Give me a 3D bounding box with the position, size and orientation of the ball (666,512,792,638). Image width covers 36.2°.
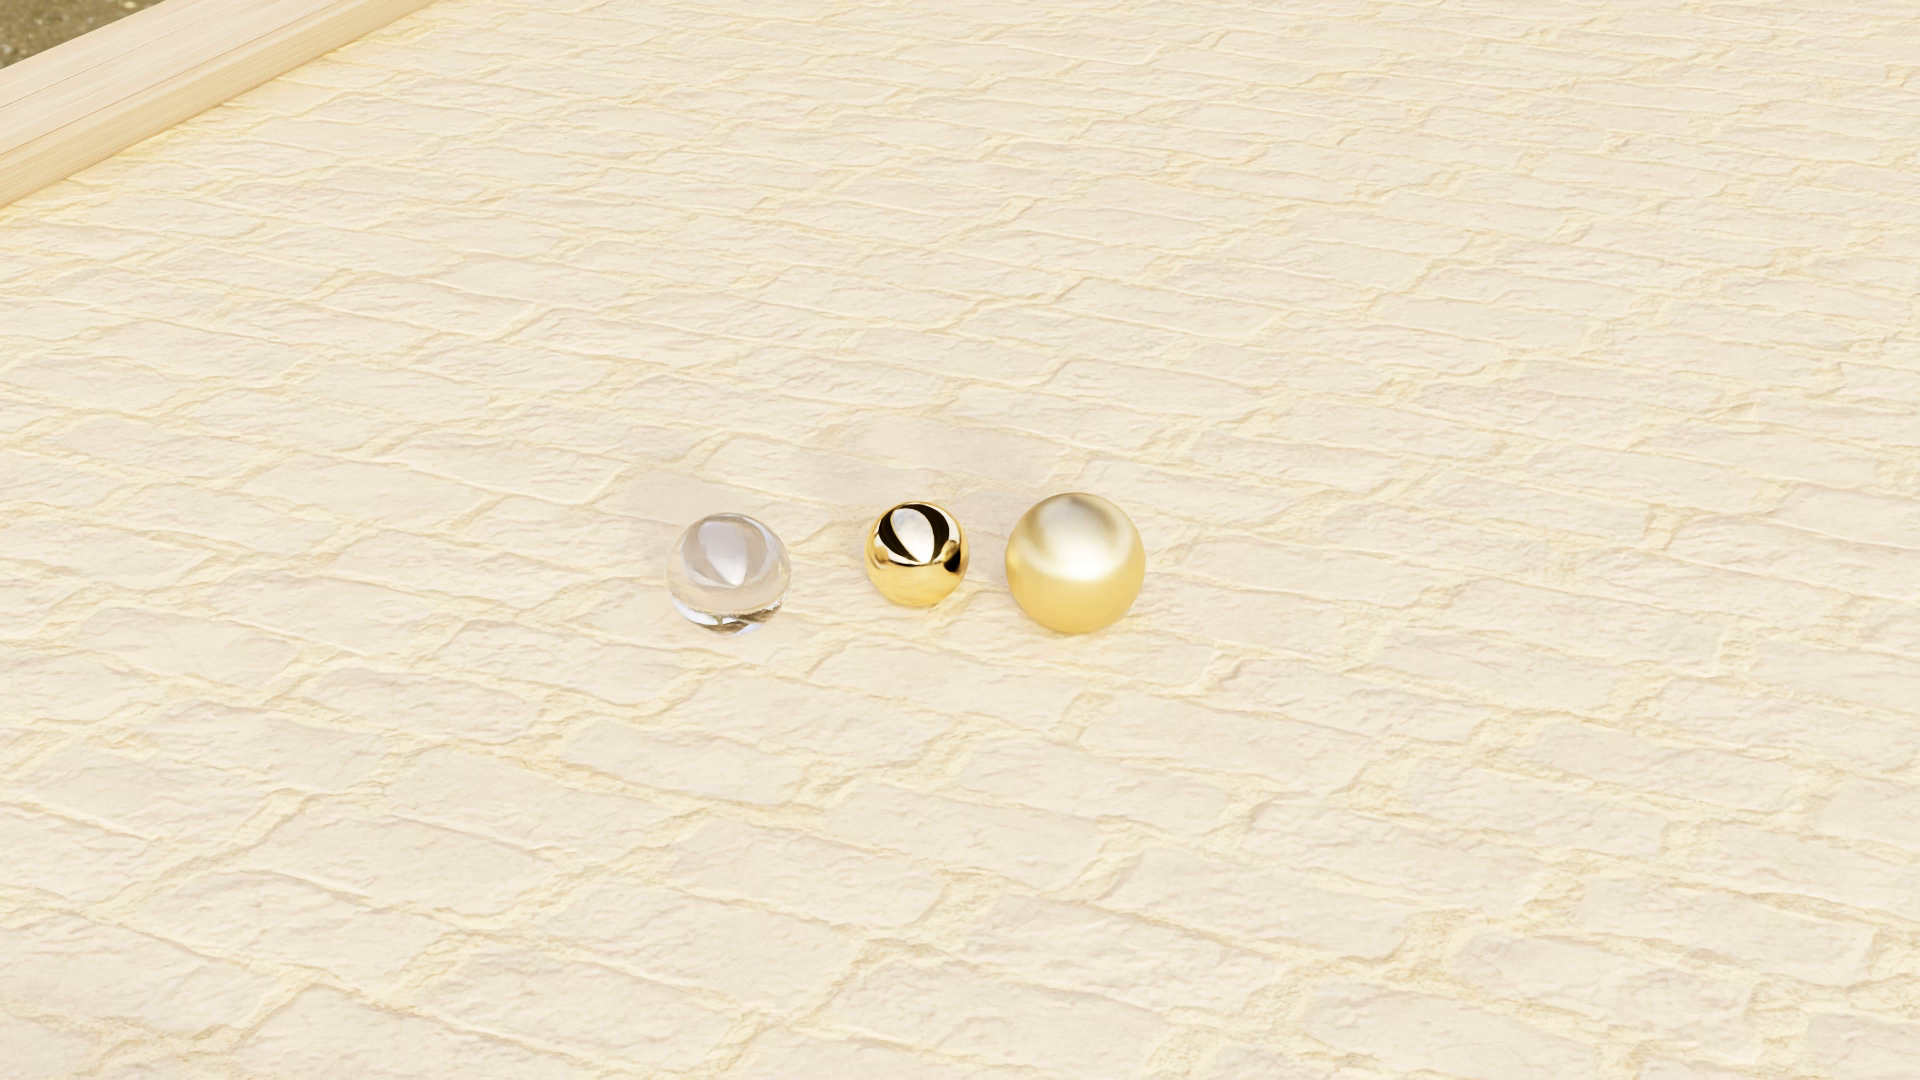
[{"bbox_3d":[-0.135,0.020,1.712,0.073,0.073,0.073,0,27,0],"label":"ball"}]

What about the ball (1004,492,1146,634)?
[{"bbox_3d":[0.067,0.013,1.716,0.082,0.082,0.082,0,27,0],"label":"ball"}]

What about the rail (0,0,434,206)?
[{"bbox_3d":[-0.508,-0.555,2.810,0.045,0.107,3.536,11,29,21],"label":"rail"}]

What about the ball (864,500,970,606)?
[{"bbox_3d":[-0.026,0.008,1.747,0.063,0.063,0.063,0,27,0],"label":"ball"}]
